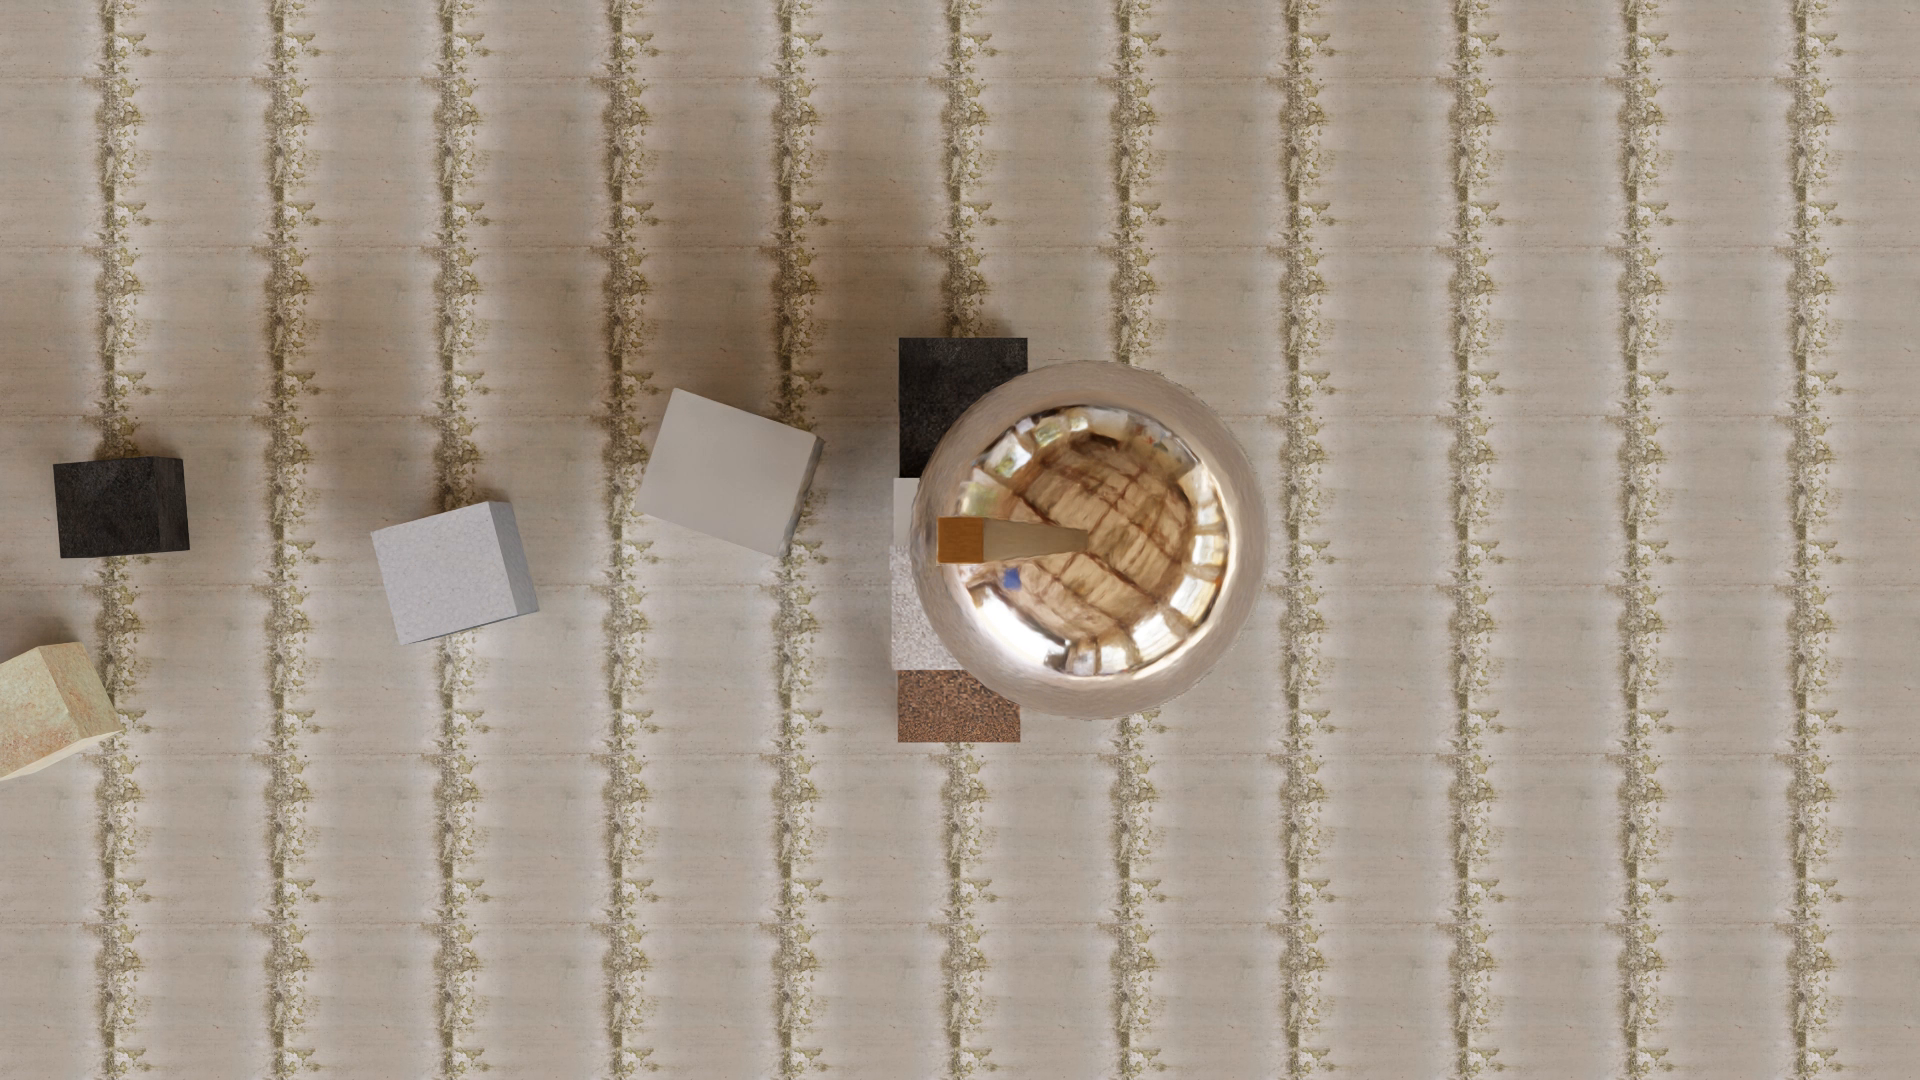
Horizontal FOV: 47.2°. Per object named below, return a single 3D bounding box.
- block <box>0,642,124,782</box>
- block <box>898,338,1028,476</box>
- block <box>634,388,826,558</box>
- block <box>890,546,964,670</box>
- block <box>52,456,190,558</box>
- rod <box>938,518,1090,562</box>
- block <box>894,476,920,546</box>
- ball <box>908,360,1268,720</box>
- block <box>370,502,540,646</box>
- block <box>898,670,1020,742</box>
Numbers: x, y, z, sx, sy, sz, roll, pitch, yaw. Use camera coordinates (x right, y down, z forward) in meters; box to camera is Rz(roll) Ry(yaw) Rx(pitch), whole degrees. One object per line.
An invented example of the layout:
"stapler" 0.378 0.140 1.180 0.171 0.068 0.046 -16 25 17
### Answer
"block" -5.331 0.987 12.687 0.587 0.626 0.578 -26 90 0
"block" 0.018 -0.746 12.658 0.721 0.685 0.774 0 90 0
"block" -1.307 -0.376 12.616 0.838 0.768 0.719 19 90 0
"block" -0.024 0.351 11.865 0.671 0.662 0.655 -1 90 0
"block" -4.859 -0.186 12.762 0.574 0.476 0.540 -5 90 0
"rod" 0.247 0.000 6.451 0.080 5.200 0.080 0 90 5
"block" 0.012 0.082 12.598 0.759 0.804 0.867 0 90 0
"ball" 0.569 0.000 9.835 1.600 1.600 1.600 0 90 0
"block" -2.898 0.187 12.674 0.682 0.653 0.660 -15 90 0
"block" -0.005 0.831 12.652 0.687 0.697 0.605 0 90 0
